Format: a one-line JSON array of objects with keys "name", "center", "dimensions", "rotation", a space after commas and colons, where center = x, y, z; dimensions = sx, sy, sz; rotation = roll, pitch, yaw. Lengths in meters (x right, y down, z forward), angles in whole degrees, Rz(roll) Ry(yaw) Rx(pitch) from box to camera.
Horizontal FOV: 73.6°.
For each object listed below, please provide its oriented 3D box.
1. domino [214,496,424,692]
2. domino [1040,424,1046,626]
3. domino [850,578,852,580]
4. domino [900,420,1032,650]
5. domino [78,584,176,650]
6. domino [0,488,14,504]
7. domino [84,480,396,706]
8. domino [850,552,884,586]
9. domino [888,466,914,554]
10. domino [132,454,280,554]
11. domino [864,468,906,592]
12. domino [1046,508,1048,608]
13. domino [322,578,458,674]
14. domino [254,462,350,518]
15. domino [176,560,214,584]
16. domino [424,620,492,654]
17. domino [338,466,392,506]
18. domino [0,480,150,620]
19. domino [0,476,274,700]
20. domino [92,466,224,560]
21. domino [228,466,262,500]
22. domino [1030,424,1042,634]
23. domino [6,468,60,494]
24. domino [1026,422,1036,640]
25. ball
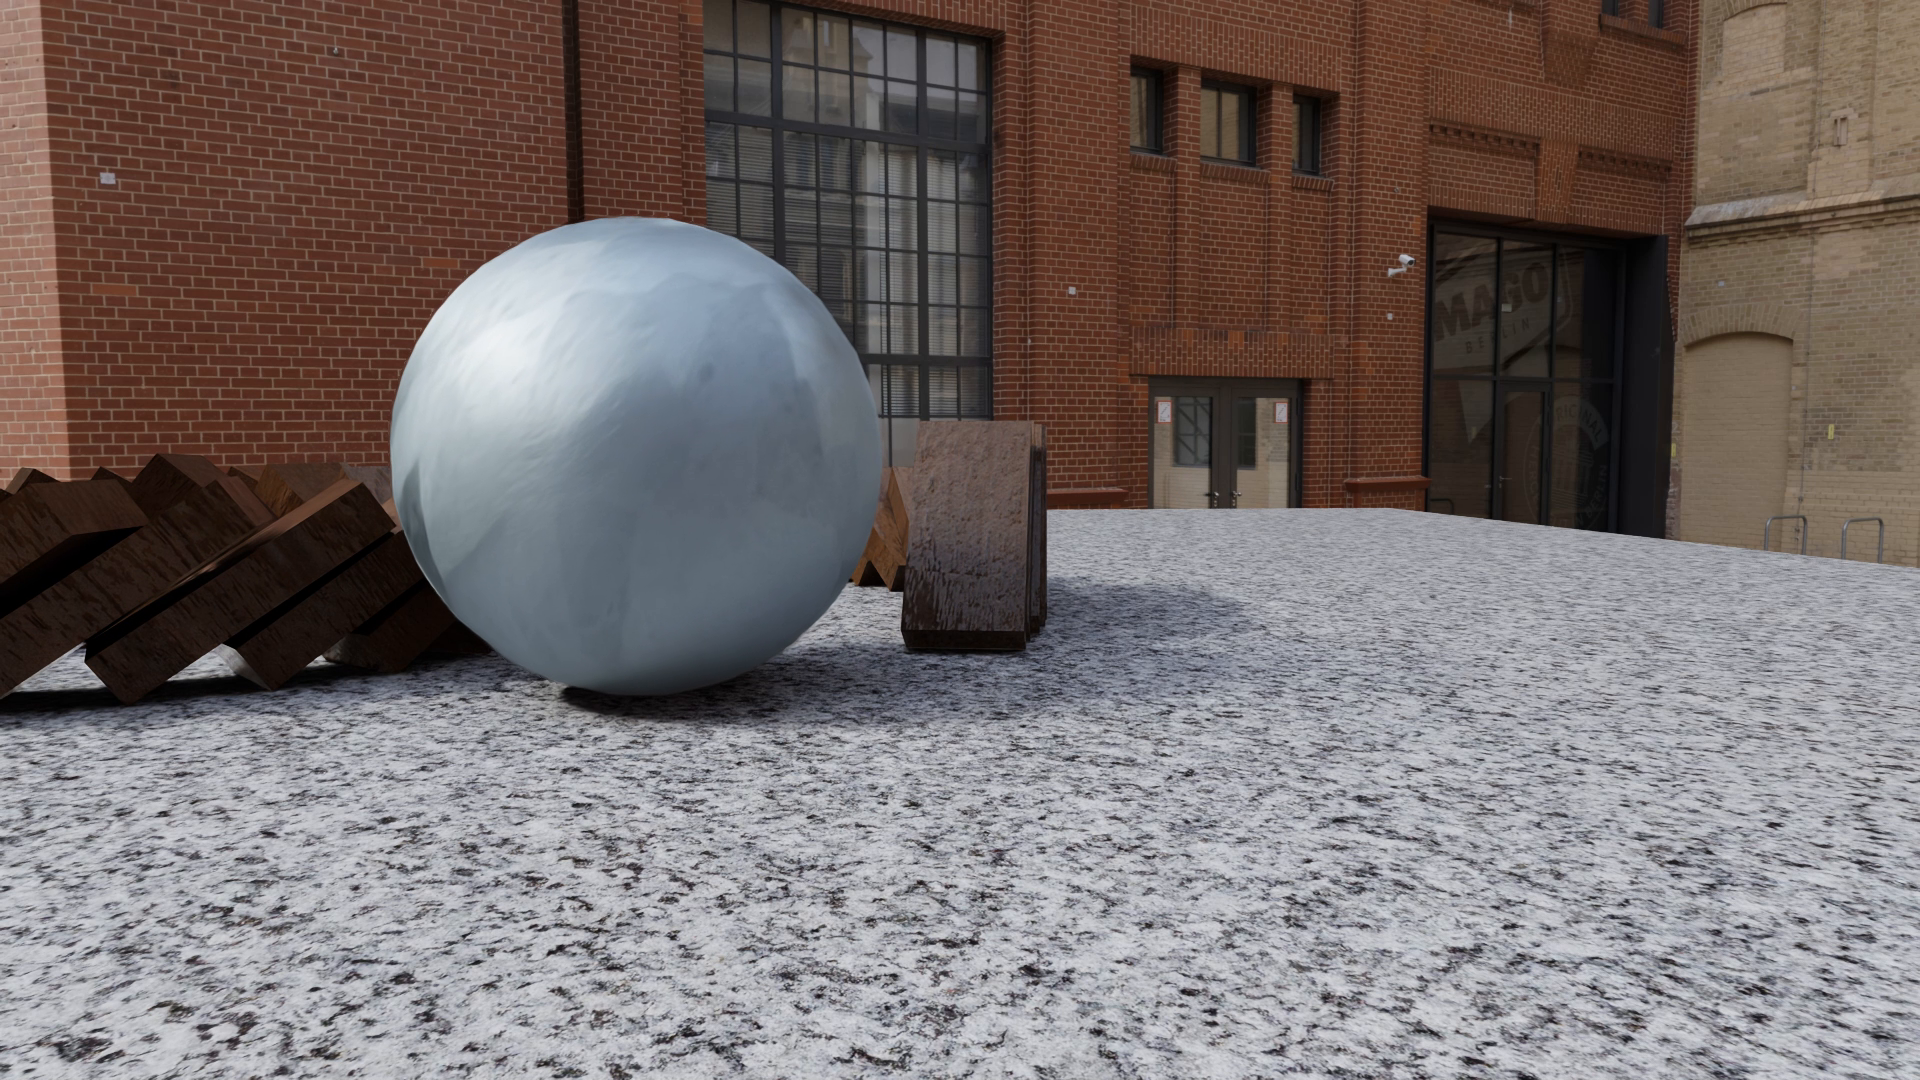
[{"name": "domino", "center": [-0.114, 0.006, 0.241], "dimensions": [0.025, 0.010, 0.050], "rotation": [5, 41, 47]}, {"name": "domino", "center": [0.008, -0.004, 0.307], "dimensions": [0.025, 0.050, 0.009], "rotation": [0, -29, 3]}, {"name": "domino", "center": [-0.047, -0.006, 0.417], "dimensions": [0.025, 0.010, 0.050], "rotation": [-4, 38, -44]}, {"name": "domino", "center": [0.002, -0.002, 0.274], "dimensions": [0.025, 0.050, 0.010], "rotation": [0, -27, 6]}, {"name": "domino", "center": [-0.192, 0.017, 0.281], "dimensions": [0.025, 0.010, 0.050], "rotation": [1, 4, 13]}, {"name": "domino", "center": [-0.282, -0.004, 0.389], "dimensions": [0.025, 0.009, 0.050], "rotation": [3, -27, 38]}, {"name": "domino", "center": [-0.126, 0.008, 0.226], "dimensions": [0.050, 0.009, 0.025], "rotation": [-40, 24, -24]}, {"name": "domino", "center": [-0.033, -0.005, 0.404], "dimensions": [0.025, 0.010, 0.050], "rotation": [-4, 38, -40]}, {"name": "domino", "center": [-0.004, -0.004, 0.376], "dimensions": [0.025, 0.010, 0.050], "rotation": [2, 35, -16]}, {"name": "domino", "center": [-0.185, -0.003, 0.334], "dimensions": [0.050, 0.010, 0.025], "rotation": [40, -3, -8]}, {"name": "domino", "center": [-0.019, -0.004, 0.390], "dimensions": [0.025, 0.010, 0.050], "rotation": [-2, 38, -31]}, {"name": "domino", "center": [0.009, -0.005, 0.319], "dimensions": [0.025, 0.050, 0.010], "rotation": [0, -29, 3]}, {"name": "domino", "center": [-0.104, 0.005, 0.258], "dimensions": [0.025, 0.010, 0.050], "rotation": [4, 41, 35]}, {"name": "domino", "center": [-0.164, -0.002, 0.347], "dimensions": [0.050, 0.009, 0.025], "rotation": [40, 18, 17]}, {"name": "domino", "center": [-0.200, 0.003, 0.313], "dimensions": [0.025, 0.010, 0.050], "rotation": [5, -23, 47]}, {"name": "domino", "center": [-0.103, 0.003, 0.279], "dimensions": [0.025, 0.009, 0.050], "rotation": [1, 41, 15]}, {"name": "domino", "center": [-0.144, -0.001, 0.342], "dimensions": [0.025, 0.009, 0.050], "rotation": [-5, 41, -48]}, {"name": "domino", "center": [-0.159, 0.009, 0.204], "dimensions": [0.050, 0.010, 0.025], "rotation": [-36, 8, -4]}, {"name": "domino", "center": [-0.142, 0.008, 0.214], "dimensions": [0.050, 0.010, 0.025], "rotation": [-39, 17, -15]}, {"name": "domino", "center": [-0.258, -0.007, 0.420], "dimensions": [0.050, 0.010, 0.025], "rotation": [36, -15, -29]}, {"name": "domino", "center": [-0.226, -0.008, 0.442], "dimensions": [0.050, 0.009, 0.025], "rotation": [33, -5, -15]}, {"name": "domino", "center": [0.006, -0.003, 0.296], "dimensions": [0.025, 0.050, 0.009], "rotation": [1, -29, 4]}, {"name": "domino", "center": [-0.271, -0.005, 0.405], "dimensions": [0.025, 0.010, 0.050], "rotation": [5, -27, 47]}, {"name": "domino", "center": [0.004, -0.003, 0.285], "dimensions": [0.025, 0.050, 0.009], "rotation": [0, -27, 6]}, {"name": "ball", "center": [-0.053, -0.014, 0.218], "dimensions": [0.080, 0.080, 0.080], "rotation": [0, 4, 0]}]
